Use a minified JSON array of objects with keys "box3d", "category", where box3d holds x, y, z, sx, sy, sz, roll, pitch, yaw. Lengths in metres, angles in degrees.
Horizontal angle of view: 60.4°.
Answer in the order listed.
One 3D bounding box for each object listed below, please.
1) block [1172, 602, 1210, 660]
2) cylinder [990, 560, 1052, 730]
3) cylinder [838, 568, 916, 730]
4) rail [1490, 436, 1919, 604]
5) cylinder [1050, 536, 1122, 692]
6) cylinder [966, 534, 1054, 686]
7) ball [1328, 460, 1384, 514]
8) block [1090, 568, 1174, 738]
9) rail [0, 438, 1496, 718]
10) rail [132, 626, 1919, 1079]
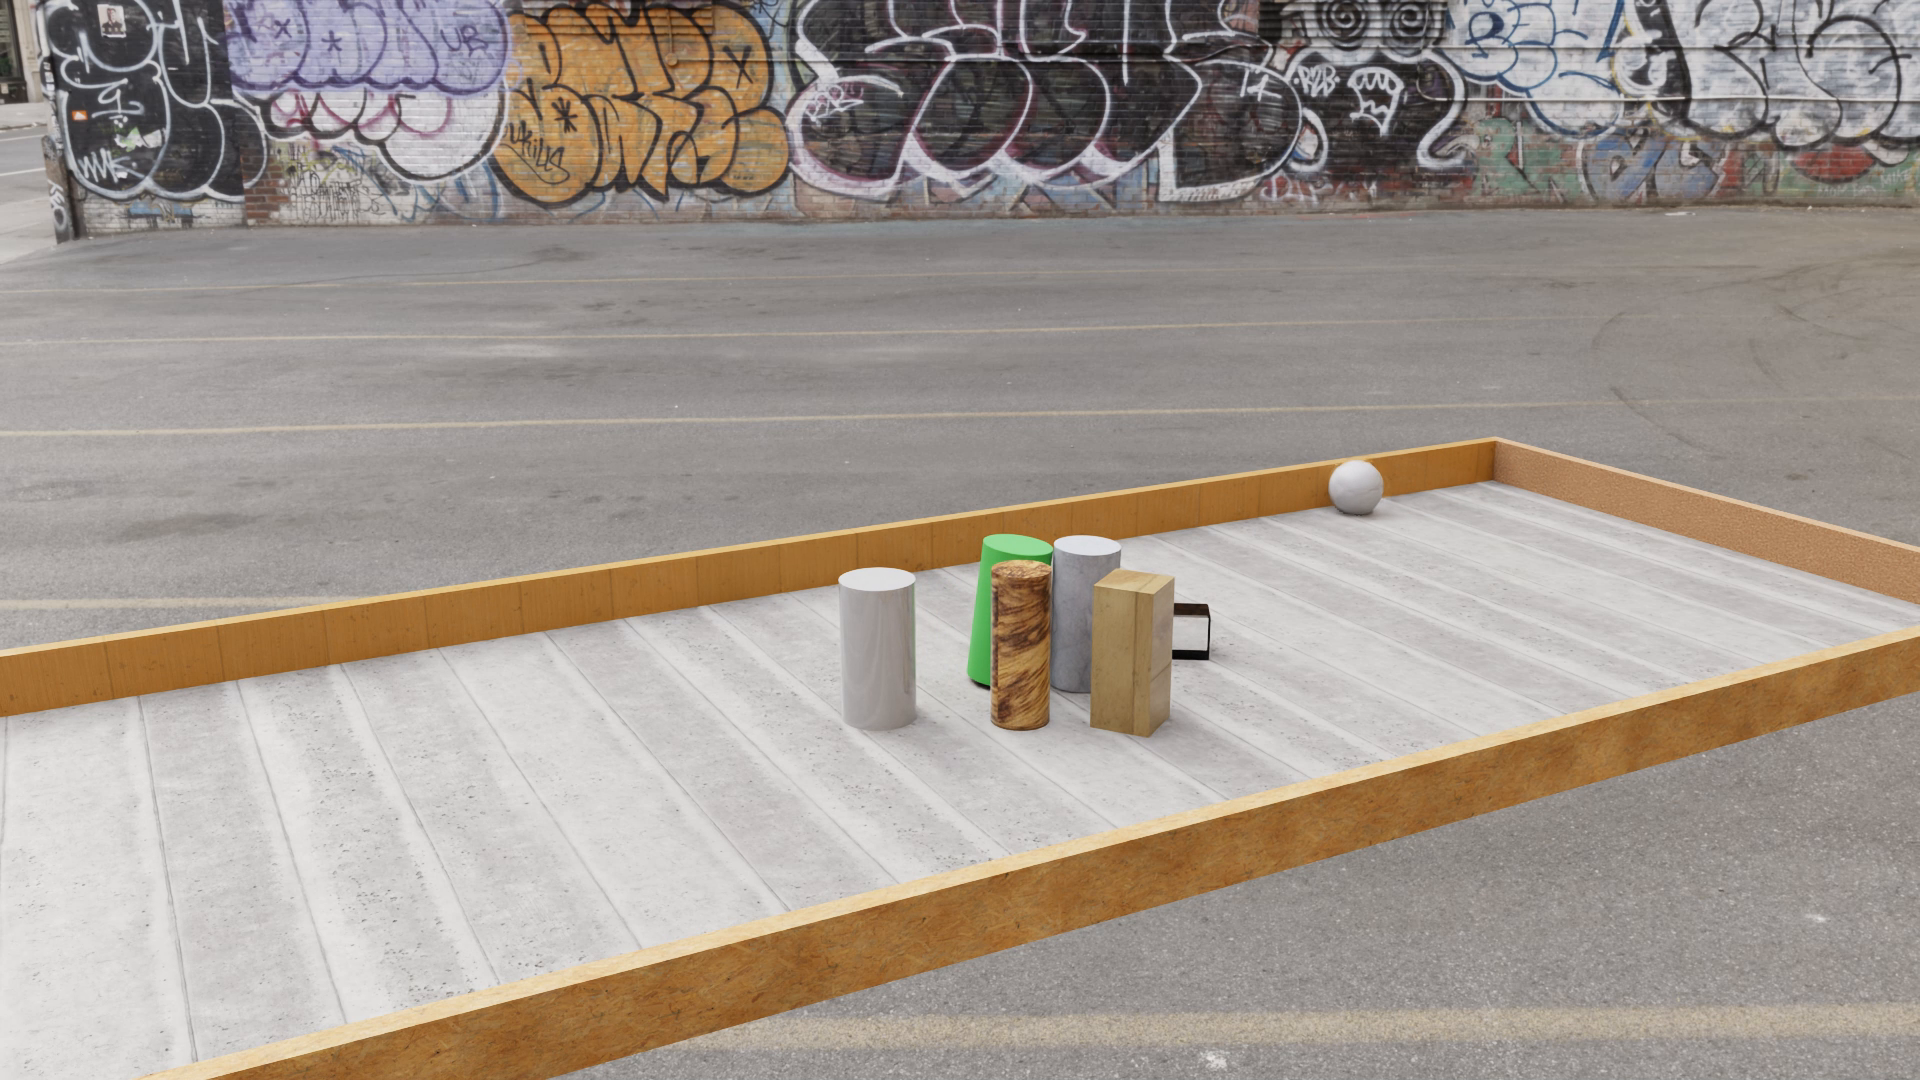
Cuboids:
[{"box3d":[0.473,0.237,4.341,0.359,0.117,0.117,1,16,4],"category":"block"},{"box3d":[0.142,0.246,3.855,0.140,0.374,0.140,0,16,0],"category":"cylinder"},{"box3d":[-0.192,0.255,3.879,0.179,0.343,0.179,0,16,0],"category":"cylinder"},{"box3d":[2.466,-0.048,5.253,0.050,0.150,2.100,-9,18,-27],"category":"rail"},{"box3d":[0.307,0.183,4.093,0.165,0.356,0.165,2,17,-1],"category":"cylinder"},{"box3d":[0.123,0.176,4.110,0.174,0.346,0.174,6,16,-2],"category":"cylinder"},{"box3d":[1.355,-0.181,5.642,0.185,0.185,0.185,0,16,0],"category":"ball"},{"box3d":[0.402,0.262,3.846,0.145,0.349,0.145,8,18,25],"category":"block"},{"box3d":[-3.305,0.497,3.399,12.000,0.150,0.050,-9,18,-27],"category":"rail"},{"box3d":[-2.336,1.006,1.665,12.000,0.150,0.050,-9,18,-27],"category":"rail"}]
